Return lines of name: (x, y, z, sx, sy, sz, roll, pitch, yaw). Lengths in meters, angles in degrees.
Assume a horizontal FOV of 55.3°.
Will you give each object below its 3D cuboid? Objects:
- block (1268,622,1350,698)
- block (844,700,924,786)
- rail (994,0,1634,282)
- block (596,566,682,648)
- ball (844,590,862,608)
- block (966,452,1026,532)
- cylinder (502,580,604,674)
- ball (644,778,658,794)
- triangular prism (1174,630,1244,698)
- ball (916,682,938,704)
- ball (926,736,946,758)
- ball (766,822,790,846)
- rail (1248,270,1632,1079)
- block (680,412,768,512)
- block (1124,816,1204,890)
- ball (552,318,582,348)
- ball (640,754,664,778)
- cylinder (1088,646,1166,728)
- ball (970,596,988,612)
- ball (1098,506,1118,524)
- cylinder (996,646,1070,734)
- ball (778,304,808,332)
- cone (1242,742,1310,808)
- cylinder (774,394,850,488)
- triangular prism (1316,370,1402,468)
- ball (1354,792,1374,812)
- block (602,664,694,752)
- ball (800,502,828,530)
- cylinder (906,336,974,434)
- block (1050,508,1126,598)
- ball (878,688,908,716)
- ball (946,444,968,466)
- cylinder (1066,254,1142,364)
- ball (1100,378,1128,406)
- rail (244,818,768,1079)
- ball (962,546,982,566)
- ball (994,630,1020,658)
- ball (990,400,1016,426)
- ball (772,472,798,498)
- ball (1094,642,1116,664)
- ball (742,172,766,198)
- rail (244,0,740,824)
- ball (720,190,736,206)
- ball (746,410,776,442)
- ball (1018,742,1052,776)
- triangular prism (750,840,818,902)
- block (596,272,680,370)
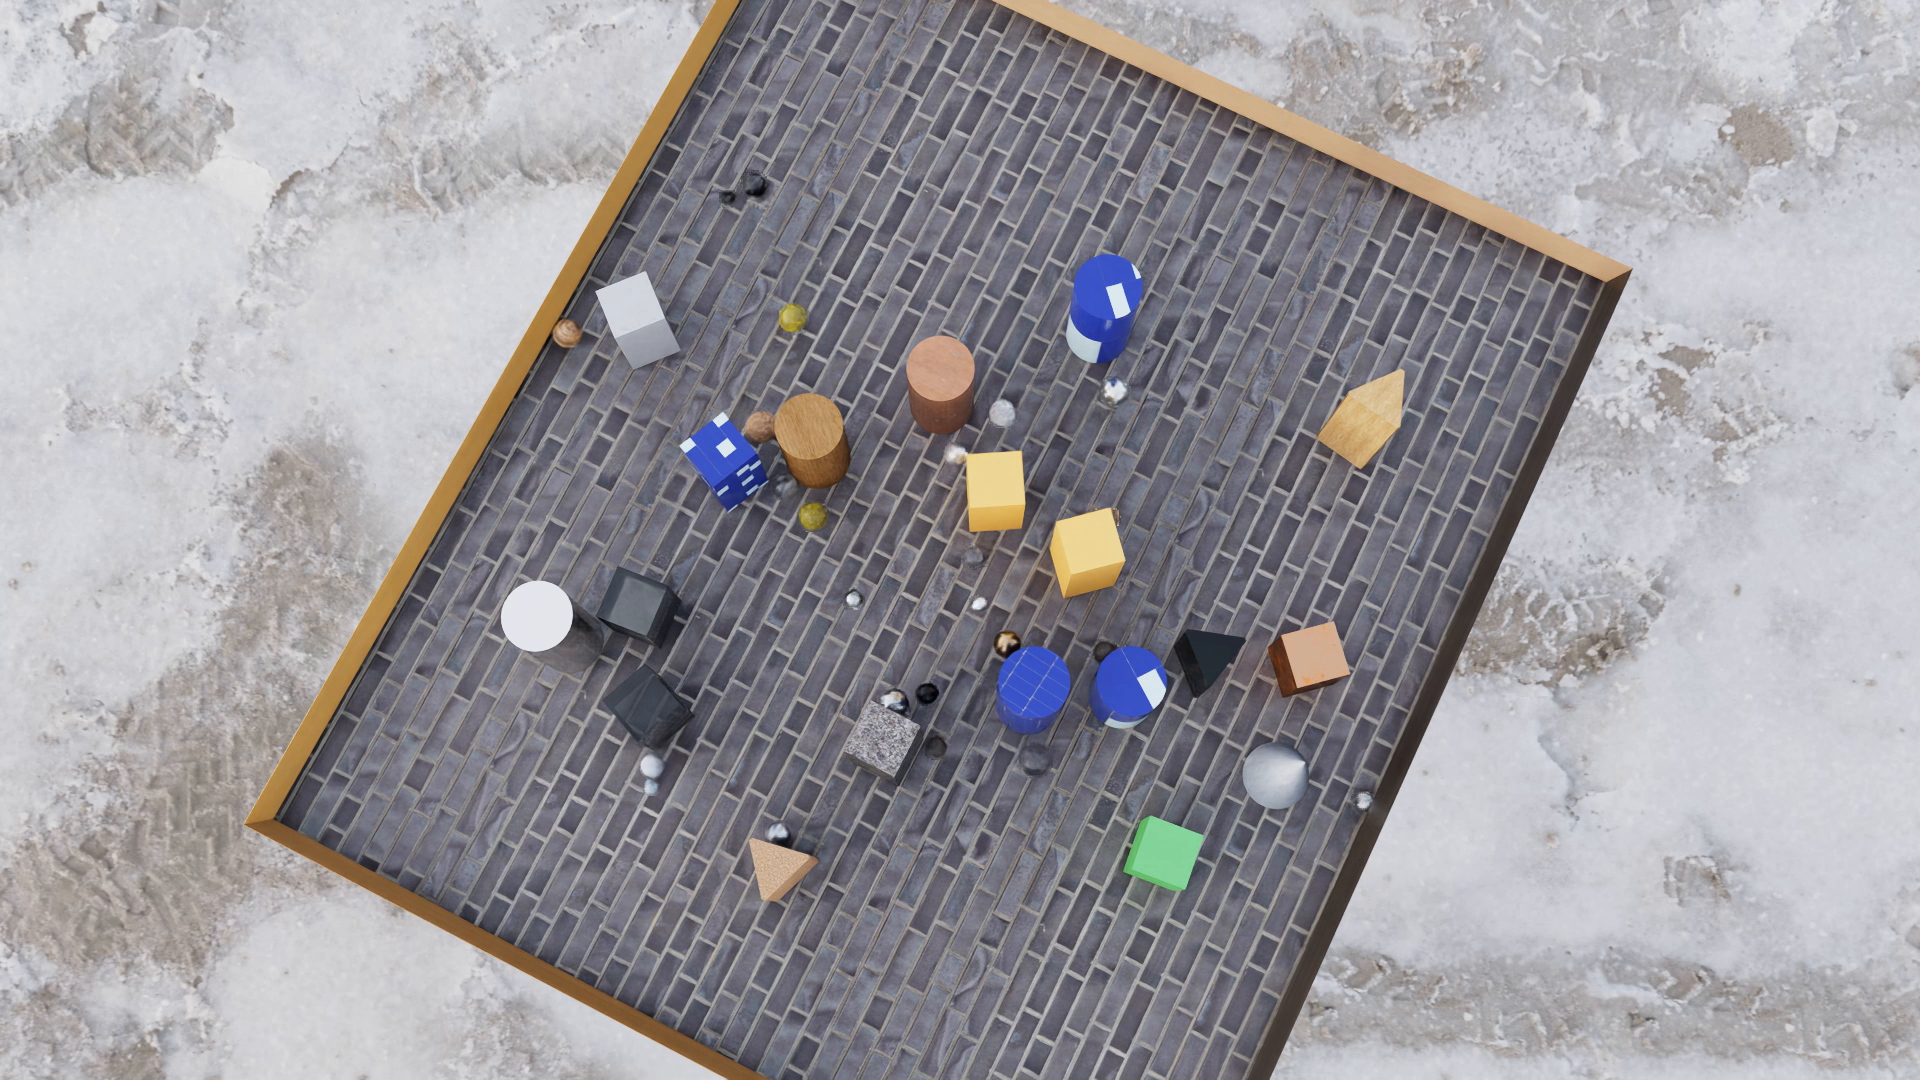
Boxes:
block: (1.028, 0.356, 5.417, 0.159, 0.246, 0.159, -15, 79, -3)
block: (-0.217, 0.592, 5.295, 0.159, 0.390, 0.159, 27, 80, 5)
rail: (0.745, -1.453, 5.850, 2.960, 0.129, 0.045, 26, 80, 5)
block: (-0.951, 0.203, 5.443, 0.159, 0.259, 0.159, 21, 79, 4)
ball: (-0.323, 0.179, 5.551, 0.056, 0.056, 0.056, 0, 78, 0)
block: (0.104, -0.142, 5.474, 0.159, 0.336, 0.159, -4, 78, -1)
cylinder: (-1.178, 0.258, 5.328, 0.199, 0.460, 0.199, 0, 78, 0)
ball: (-0.916, 0.730, 5.444, 0.042, 0.042, 0.042, 0, 78, 0)
triangular prism: (0.707, 0.334, 5.395, 0.150, 0.299, 0.173, 38, 81, 7)
ball: (-0.097, 0.459, 5.489, 0.065, 0.065, 0.065, 0, 78, 0)
ball: (-0.071, 0.616, 5.458, 0.062, 0.062, 0.062, 0, 78, 0)
ball: (-0.536, 0.867, 5.401, 0.070, 0.070, 0.070, 0, 78, 0)
rail: (1.302, 0.645, 5.416, 0.045, 0.129, 3.380, 26, 80, 5)
block: (-0.702, -0.227, 5.487, 0.159, 0.347, 0.159, -39, 81, -7)
block: (0.584, 0.906, 5.285, 0.159, 0.282, 0.159, 20, 79, 4)
ball: (-1.222, -0.643, 5.704, 0.090, 0.090, 0.090, 0, 78, 0)
ball: (-0.913, 0.670, 5.443, 0.069, 0.069, 0.069, 0, 78, 0)
cylinder: (0.486, 0.434, 5.352, 0.199, 0.342, 0.199, 0, 78, 0)
ball: (0.058, 0.194, 5.550, 0.051, 0.051, 0.051, 0, 78, 0)
ball: (0.444, -0.063, 5.591, 0.077, 0.077, 0.077, 0, 78, 0)
cylinder: (0.205, 0.440, 5.286, 0.199, 0.470, 0.199, 0, 78, 0)
ball: (-0.520, -0.691, 5.714, 0.089, 0.089, 0.089, 0, 78, 0)
cone: (0.943, 0.655, 5.239, 0.199, 0.473, 0.199, 0, 78, 0)
cylinder: (-0.438, -0.292, 5.488, 0.199, 0.370, 0.199, 0, 78, 0)
triangular prism: (1.218, -0.378, 5.448, 0.173, 0.484, 0.150, 36, 81, 7)
ball: (1.196, 0.775, 5.425, 0.062, 0.062, 0.062, 0, 78, 0)
block: (-0.908, 0.493, 5.364, 0.159, 0.295, 0.159, -41, 81, -8)
ball: (-0.446, -0.074, 5.588, 0.087, 0.087, 0.087, 0, 78, 0)
cylinder: (-0.057, -0.463, 5.523, 0.199, 0.371, 0.199, 0, 78, 0)
block: (0.372, 0.043, 5.405, 0.159, 0.396, 0.159, -14, 79, -3)
ball: (-0.198, 0.487, 5.471, 0.088, 0.088, 0.088, 0, 78, 0)
ball: (-0.011, -0.264, 5.637, 0.067, 0.067, 0.067, 0, 78, 0)
cylinder: (0.431, -0.693, 5.541, 0.199, 0.430, 0.199, 0, 78, 0)
ball: (0.475, -0.457, 5.665, 0.091, 0.091, 0.091, 0, 78, 0)
rail: (-0.745, 1.466, 5.246, 2.960, 0.129, 0.045, 26, 80, 5)
ball: (0.038, 0.051, 5.574, 0.063, 0.063, 0.063, 0, 78, 0)
ball: (0.141, 0.313, 5.510, 0.082, 0.082, 0.082, 0, 78, 0)
ball: (0.131, -0.392, 5.657, 0.080, 0.080, 0.080, 0, 78, 0)
ball: (-0.537, -0.166, 5.610, 0.079, 0.079, 0.079, 0, 78, 0)
ball: (0.435, 0.339, 5.512, 0.069, 0.069, 0.069, 0, 78, 0)
ball: (-0.652, -1.126, 5.810, 0.077, 0.077, 0.077, 0, 78, 0)
rail: (-1.302, -0.631, 5.680, 0.045, 0.129, 3.380, 26, 80, 5)
ball: (-0.737, -1.085, 5.818, 0.046, 0.046, 0.046, 0, 78, 0)
ball: (-0.609, -0.349, 5.640, 0.096, 0.096, 0.096, 0, 78, 0)
ball: (0.221, 0.650, 5.431, 0.100, 0.100, 0.100, 0, 78, 0)
triangular prism: (-0.533, 0.919, 5.254, 0.173, 0.338, 0.150, -43, 81, -8)
block: (-0.979, -0.666, 5.593, 0.159, 0.316, 0.159, -23, 79, -5)
